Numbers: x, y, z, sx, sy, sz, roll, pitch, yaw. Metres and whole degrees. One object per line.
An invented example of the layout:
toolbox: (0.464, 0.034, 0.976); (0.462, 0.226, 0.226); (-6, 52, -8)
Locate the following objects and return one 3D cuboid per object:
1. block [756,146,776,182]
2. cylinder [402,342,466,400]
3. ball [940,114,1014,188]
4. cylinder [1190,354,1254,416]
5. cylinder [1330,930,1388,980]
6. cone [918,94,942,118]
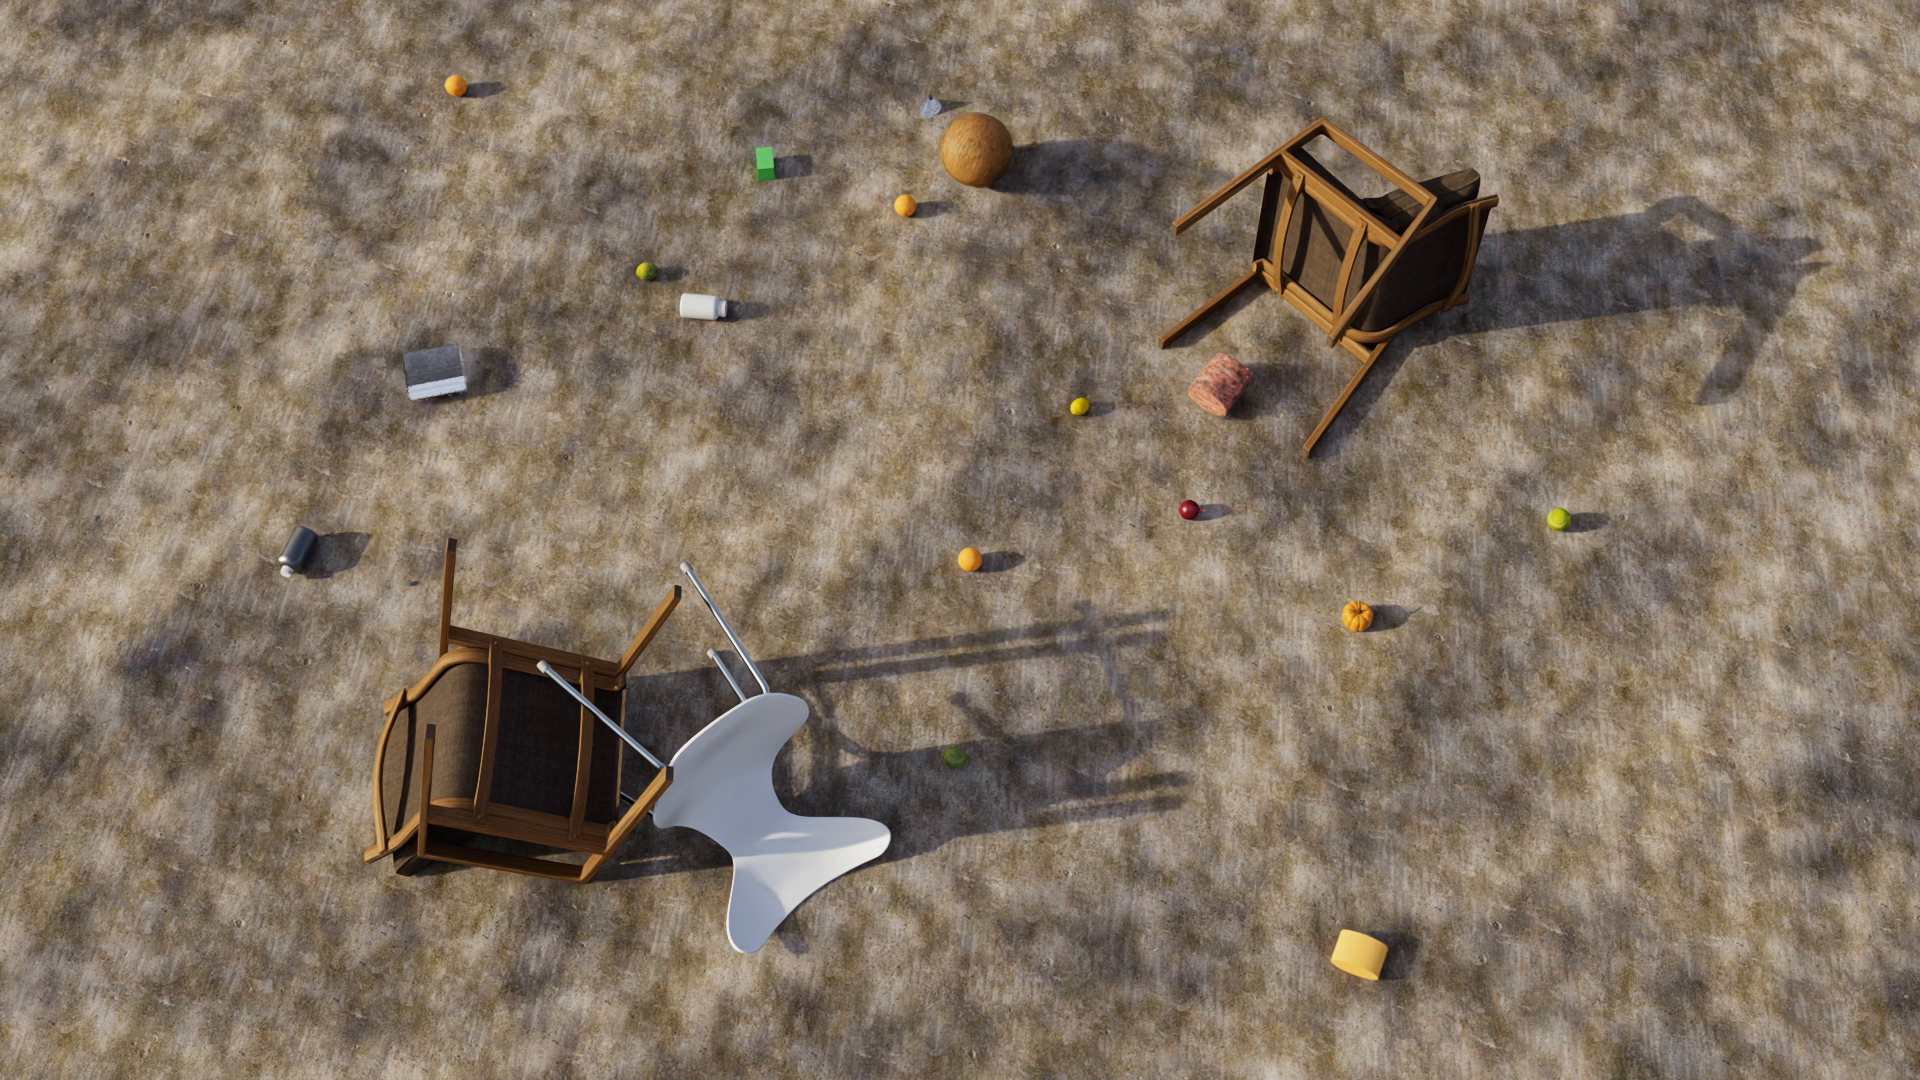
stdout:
block: (-0.654, -1.263, 7.387); (0.055, 0.058, 0.097); (-5, 56, -4)
cylinder: (-1.645, -0.527, 6.884); (0.176, 0.072, 0.192); (-11, 55, -8)
ball: (0.058, -1.293, 7.296); (0.242, 0.242, 0.242); (0, 56, 0)
cylinder: (0.813, -0.483, 6.844); (0.138, 0.088, 0.163); (34, 62, 11)
cylinder: (1.055, 1.095, 5.804); (0.130, 0.058, 0.092); (20, 58, 12)
cone: (-0.103, -1.506, 7.544); (0.073, 0.067, 0.096); (22, 59, 14)
